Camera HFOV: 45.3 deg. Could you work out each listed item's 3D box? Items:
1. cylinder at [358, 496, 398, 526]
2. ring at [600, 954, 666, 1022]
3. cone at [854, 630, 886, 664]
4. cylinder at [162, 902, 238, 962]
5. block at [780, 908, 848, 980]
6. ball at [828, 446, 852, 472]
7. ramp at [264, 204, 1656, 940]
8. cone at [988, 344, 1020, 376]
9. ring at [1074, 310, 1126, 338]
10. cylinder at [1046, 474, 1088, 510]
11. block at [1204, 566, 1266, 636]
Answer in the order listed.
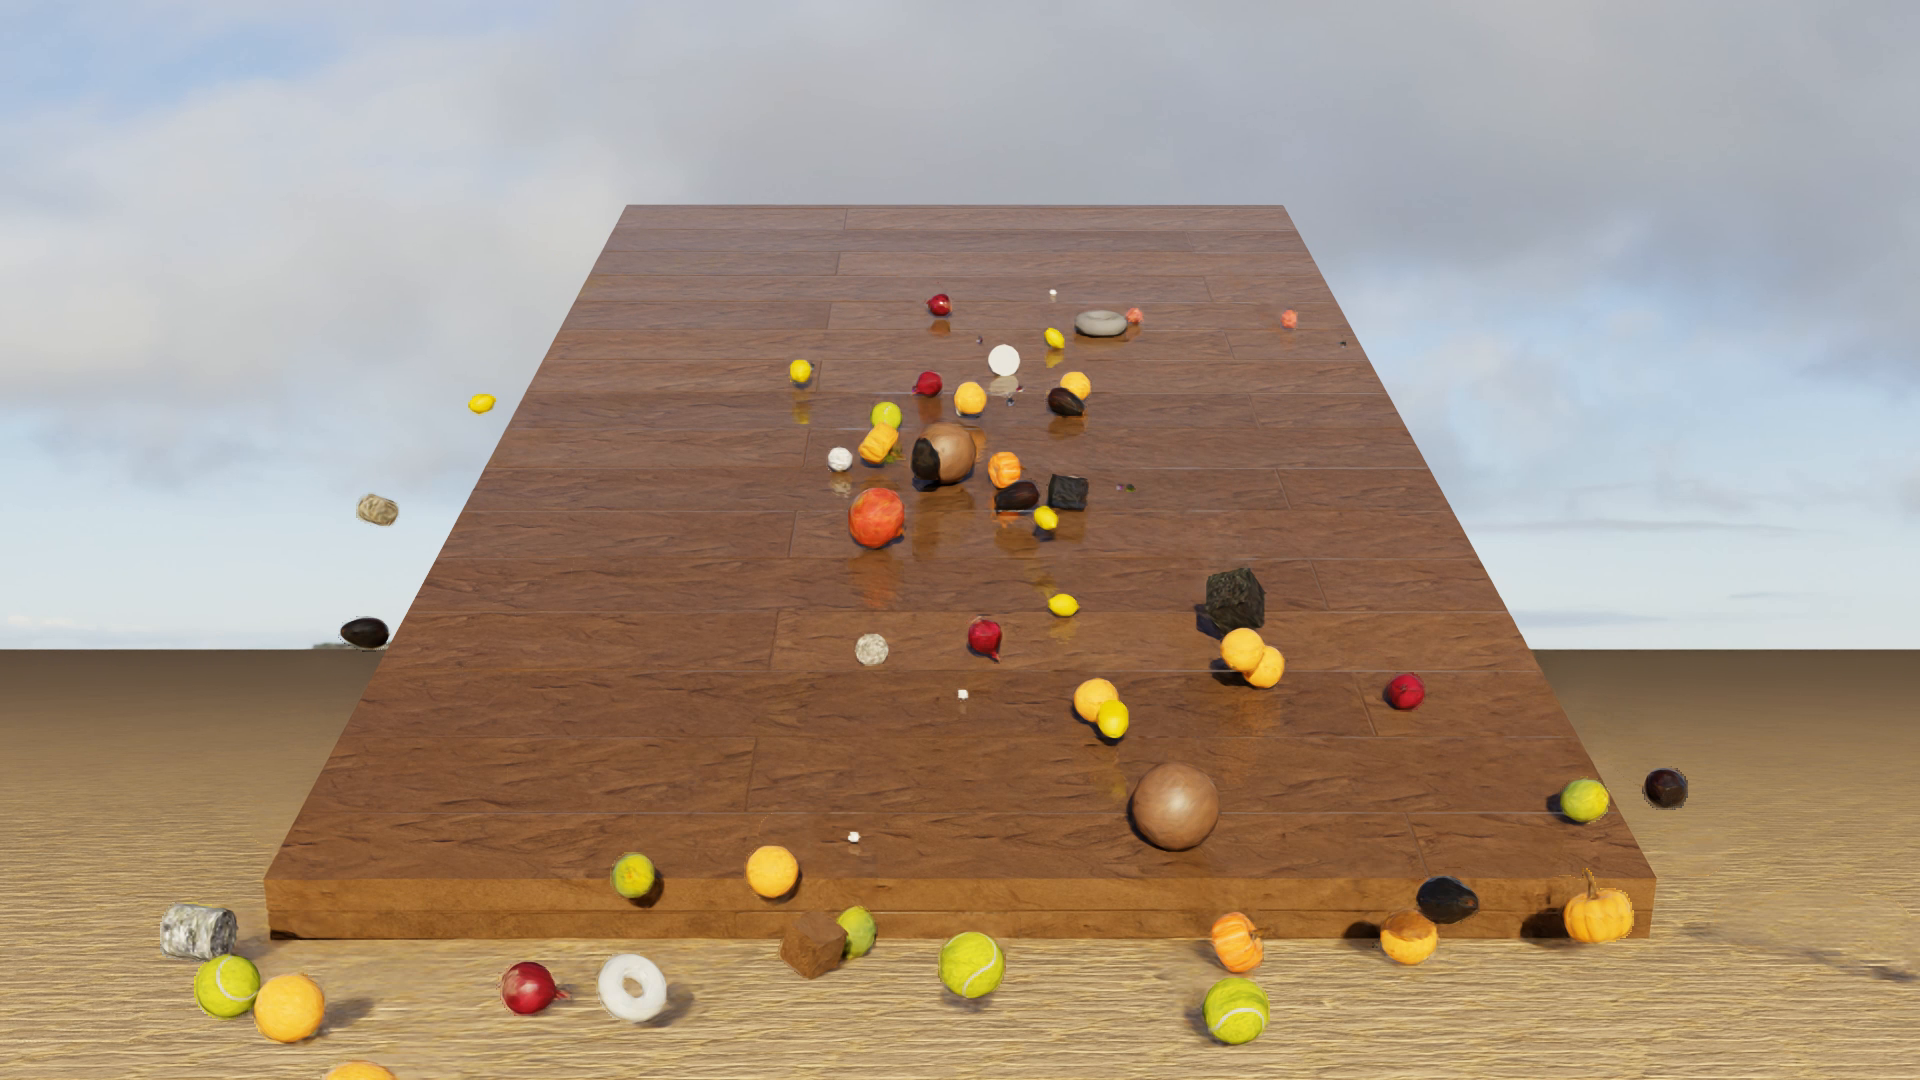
[{"bbox_3d":[-1.204,-0.061,4.760,0.057,0.057,0.057,-11,-9,37],"label":"cylinder"},{"bbox_3d":[-0.348,0.476,2.446,0.077,0.077,0.026,2,-37,-35],"label":"ring"},{"bbox_3d":[-0.149,0.192,3.988,0.057,0.057,0.057,-1,-15,12],"label":"cone"},{"bbox_3d":[-0.996,0.515,3.012,0.069,0.069,0.069,5,-2,10],"label":"cylinder"},{"bbox_3d":[-0.187,0.518,2.945,0.055,0.055,0.055,33,31,27],"label":"block"},{"bbox_3d":[-0.253,-0.170,4.842,0.052,0.052,0.052,0,-3,0],"label":"ball"},{"bbox_3d":[-0.007,-0.222,5.170,2.000,0.100,4.000,0,22,0],"label":"ramp"},{"bbox_3d":[0.098,-0.423,5.489,0.075,0.075,0.075,0,-5,-10],"label":"cone"},{"bbox_3d":[0.352,-0.543,5.772,0.133,0.044,0.133,1,21,0],"label":"ring"},{"bbox_3d":[0.218,-0.096,4.644,0.065,0.065,0.065,-11,-7,23],"label":"cylinder"},{"bbox_3d":[0.479,0.107,4.000,0.076,0.076,0.076,-14,-45,27],"label":"block"}]
